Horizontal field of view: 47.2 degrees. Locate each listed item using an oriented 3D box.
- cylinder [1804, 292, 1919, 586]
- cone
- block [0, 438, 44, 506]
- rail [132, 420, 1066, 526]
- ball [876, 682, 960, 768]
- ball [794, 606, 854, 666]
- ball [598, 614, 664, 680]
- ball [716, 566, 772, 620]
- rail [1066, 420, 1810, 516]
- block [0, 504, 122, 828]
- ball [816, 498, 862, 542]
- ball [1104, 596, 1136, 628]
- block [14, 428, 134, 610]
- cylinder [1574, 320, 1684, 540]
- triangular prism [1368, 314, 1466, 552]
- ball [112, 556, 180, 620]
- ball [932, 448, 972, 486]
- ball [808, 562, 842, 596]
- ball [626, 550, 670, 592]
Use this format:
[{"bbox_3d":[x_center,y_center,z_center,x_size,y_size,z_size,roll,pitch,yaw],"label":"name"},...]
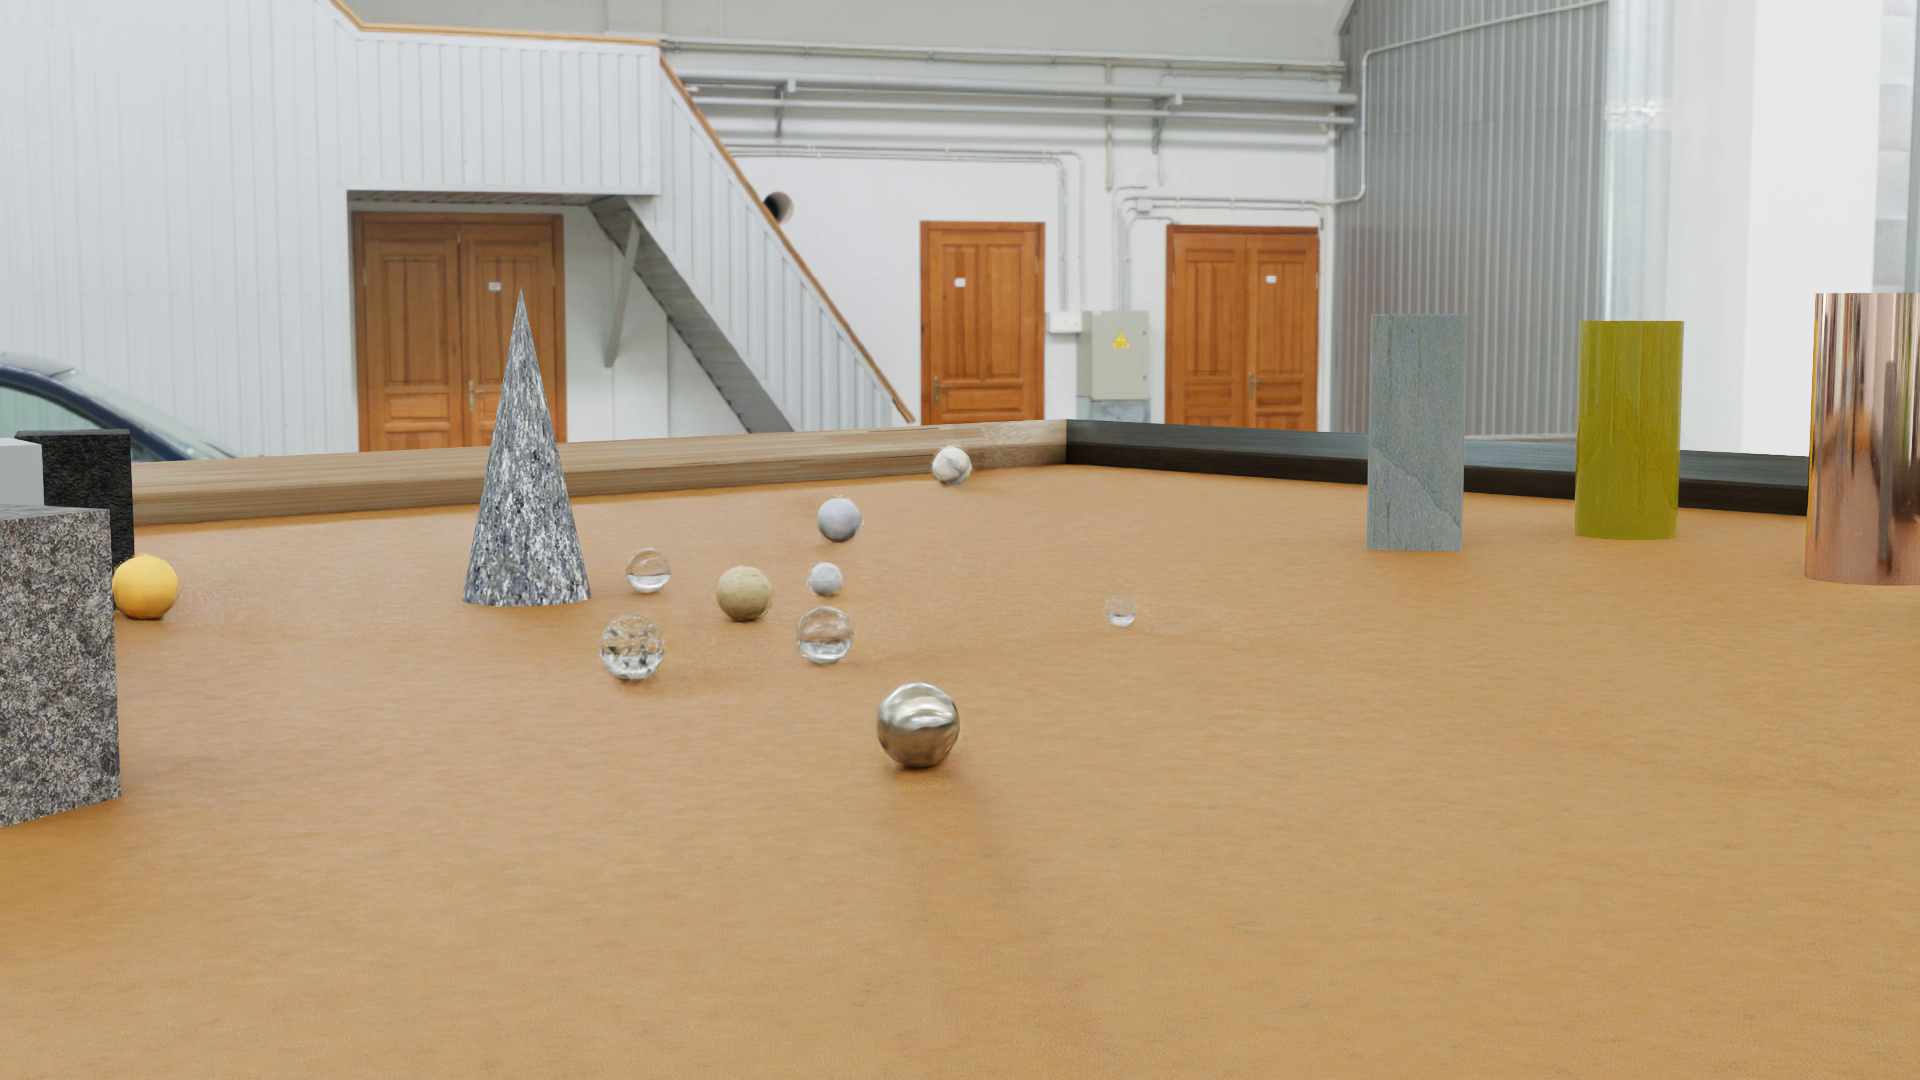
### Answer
[{"bbox_3d":[1.514,-0.171,3.643,0.198,0.473,0.198,0,6,0],"label":"cylinder"},{"bbox_3d":[-0.673,-0.149,3.393,0.198,0.481,0.198,0,6,0],"label":"cone"},{"bbox_3d":[-1.123,0.041,2.460,0.158,0.297,0.158,-4,7,-35],"label":"block"},{"bbox_3d":[-1.390,-0.123,4.830,4.670,0.129,0.045,-5,8,-42],"label":"rail"},{"bbox_3d":[-0.041,0.181,2.149,0.083,0.083,0.083,0,6,0],"label":"ball"},{"bbox_3d":[-0.171,0.120,2.770,0.074,0.074,0.074,0,6,0],"label":"ball"},{"bbox_3d":[-0.397,0.130,2.659,0.079,0.079,0.079,0,6,0],"label":"ball"},{"bbox_3d":[-0.312,0.076,3.168,0.079,0.079,0.079,0,6,0],"label":"ball"},{"bbox_3d":[1.699,-0.129,4.891,0.045,0.129,4.146,-5,8,-42],"label":"rail"},{"bbox_3d":[-0.876,0.108,1.969,0.158,0.265,0.158,3,7,26],"label":"block"},{"bbox_3d":[-0.233,-0.039,4.246,0.085,0.085,0.085,0,6,0],"label":"ball"},{"bbox_3d":[0.226,0.101,3.100,0.044,0.044,0.044,0,6,0],"label":"ball"},{"bbox_3d":[-1.335,-0.032,3.325,0.158,0.262,0.158,-2,6,-21],"label":"block"},{"bbox_3d":[1.324,-0.221,4.357,0.198,0.425,0.198,0,6,0],"label":"cylinder"},{"bbox_3d":[0.856,-0.206,4.148,0.171,0.438,0.148,1,6,8],"label":"triangular prism"},{"bbox_3d":[-1.178,0.069,3.179,0.093,0.093,0.093,0,6,0],"label":"ball"},{"bbox_3d":[-0.020,-0.187,5.596,0.099,0.099,0.099,0,6,0],"label":"ball"},{"bbox_3d":[-0.210,0.062,3.436,0.053,0.053,0.053,0,6,0],"label":"ball"},{"bbox_3d":[-0.493,0.049,3.477,0.069,0.069,0.069,0,6,0],"label":"ball"}]
